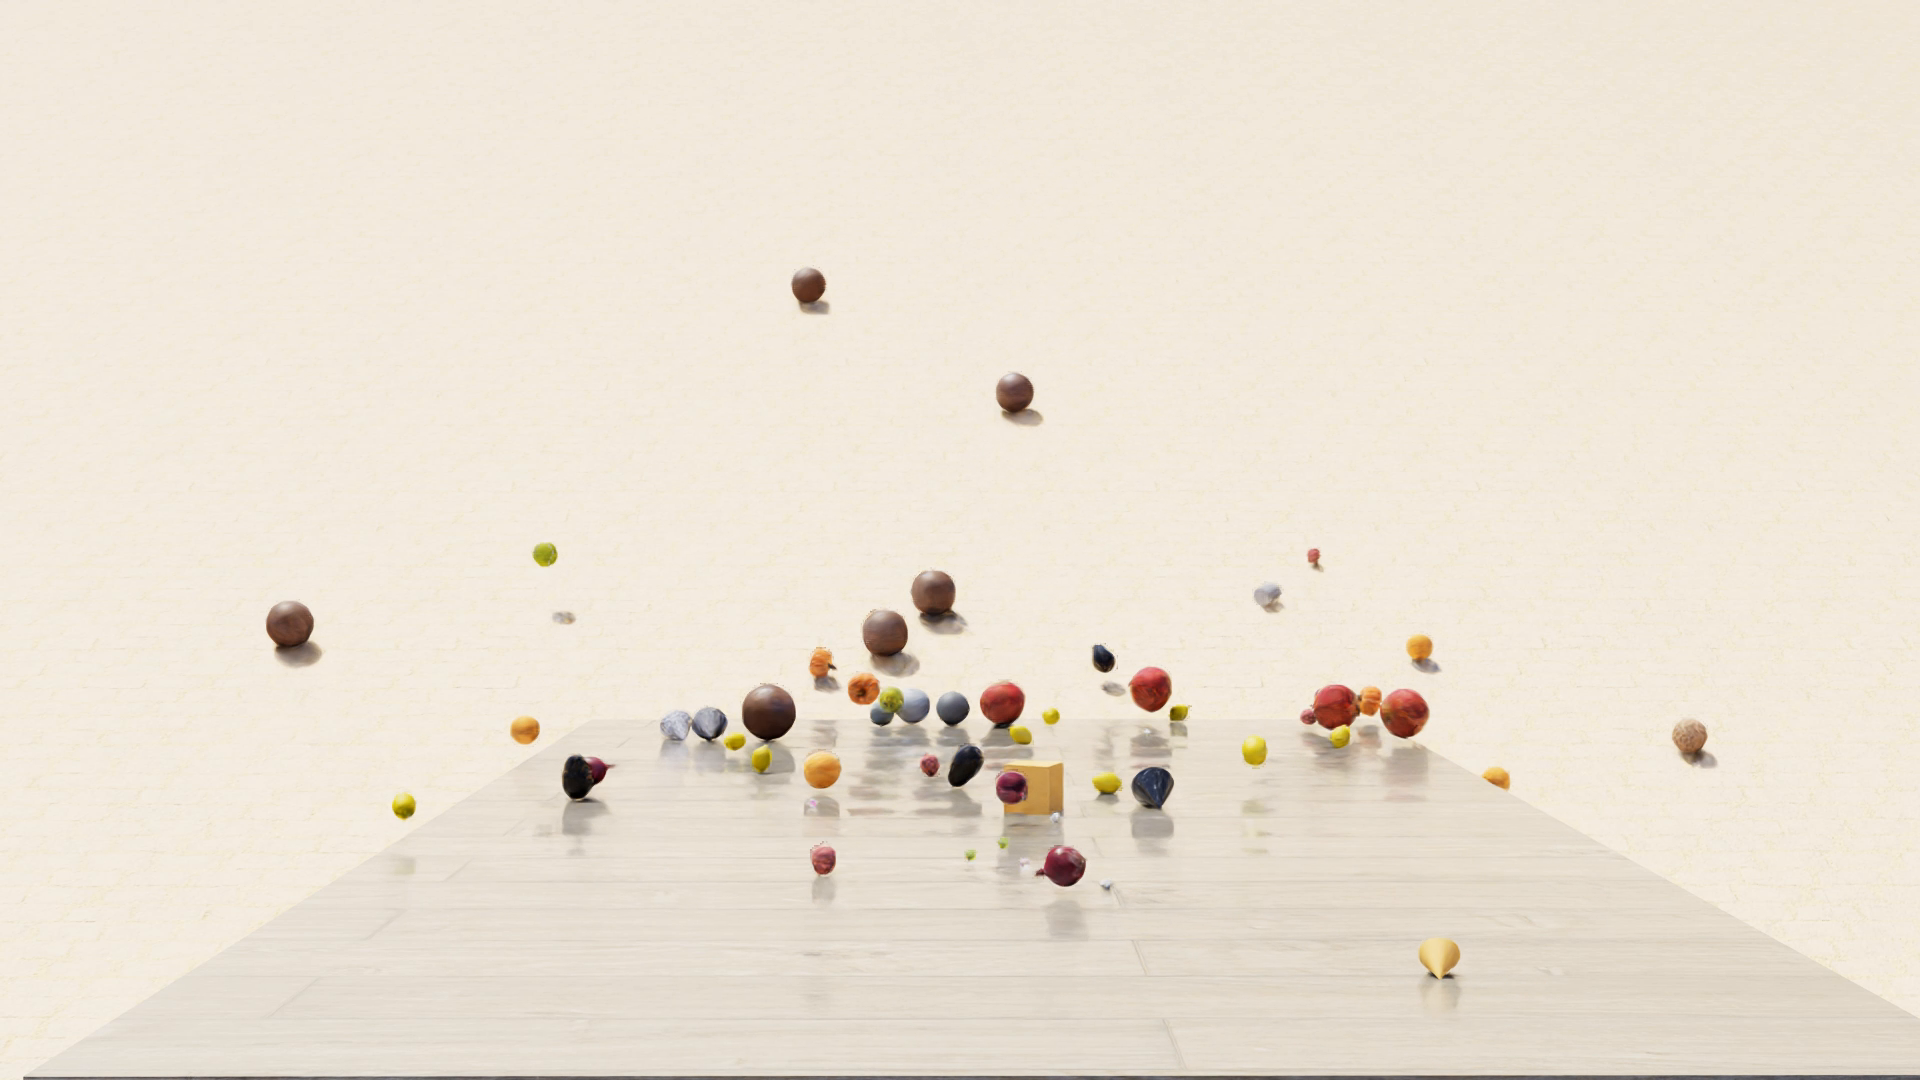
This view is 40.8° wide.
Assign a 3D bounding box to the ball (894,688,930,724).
[{"bbox_3d":[-0.120,0.415,6.473,0.090,0.090,0.090,0,27,0],"label":"ball"}]

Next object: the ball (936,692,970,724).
[{"bbox_3d":[-0.018,0.419,6.432,0.083,0.083,0.083,0,27,0],"label":"ball"}]

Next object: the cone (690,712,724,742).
[{"bbox_3d":[-0.578,0.443,5.993,0.083,0.083,0.083,-10,5,-19],"label":"cone"}]

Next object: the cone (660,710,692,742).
[{"bbox_3d":[-0.653,0.451,6.039,0.078,0.078,0.078,-11,32,-20],"label":"cone"}]

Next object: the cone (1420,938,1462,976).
[{"bbox_3d":[0.577,0.514,3.107,0.050,0.050,0.050,6,17,12],"label":"cone"}]

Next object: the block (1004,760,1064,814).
[{"bbox_3d":[0.134,0.451,4.708,0.087,0.087,0.087,0,1,20],"label":"block"}]

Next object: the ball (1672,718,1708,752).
[{"bbox_3d":[1.866,0.500,6.600,0.088,0.088,0.088,0,27,0],"label":"ball"}]

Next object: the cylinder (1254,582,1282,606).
[{"bbox_3d":[0.872,0.153,7.323,0.055,0.055,0.055,24,35,39],"label":"cylinder"}]

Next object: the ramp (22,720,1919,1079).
[{"bbox_3d":[0.061,0.547,4.583,2.000,0.100,4.000,0,1,0],"label":"ramp"}]

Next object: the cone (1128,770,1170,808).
[{"bbox_3d":[0.362,0.475,4.757,0.081,0.081,0.081,-6,17,-11],"label":"cone"}]

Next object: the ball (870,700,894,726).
[{"bbox_3d":[-0.194,0.430,6.403,0.062,0.062,0.062,0,27,0],"label":"ball"}]
